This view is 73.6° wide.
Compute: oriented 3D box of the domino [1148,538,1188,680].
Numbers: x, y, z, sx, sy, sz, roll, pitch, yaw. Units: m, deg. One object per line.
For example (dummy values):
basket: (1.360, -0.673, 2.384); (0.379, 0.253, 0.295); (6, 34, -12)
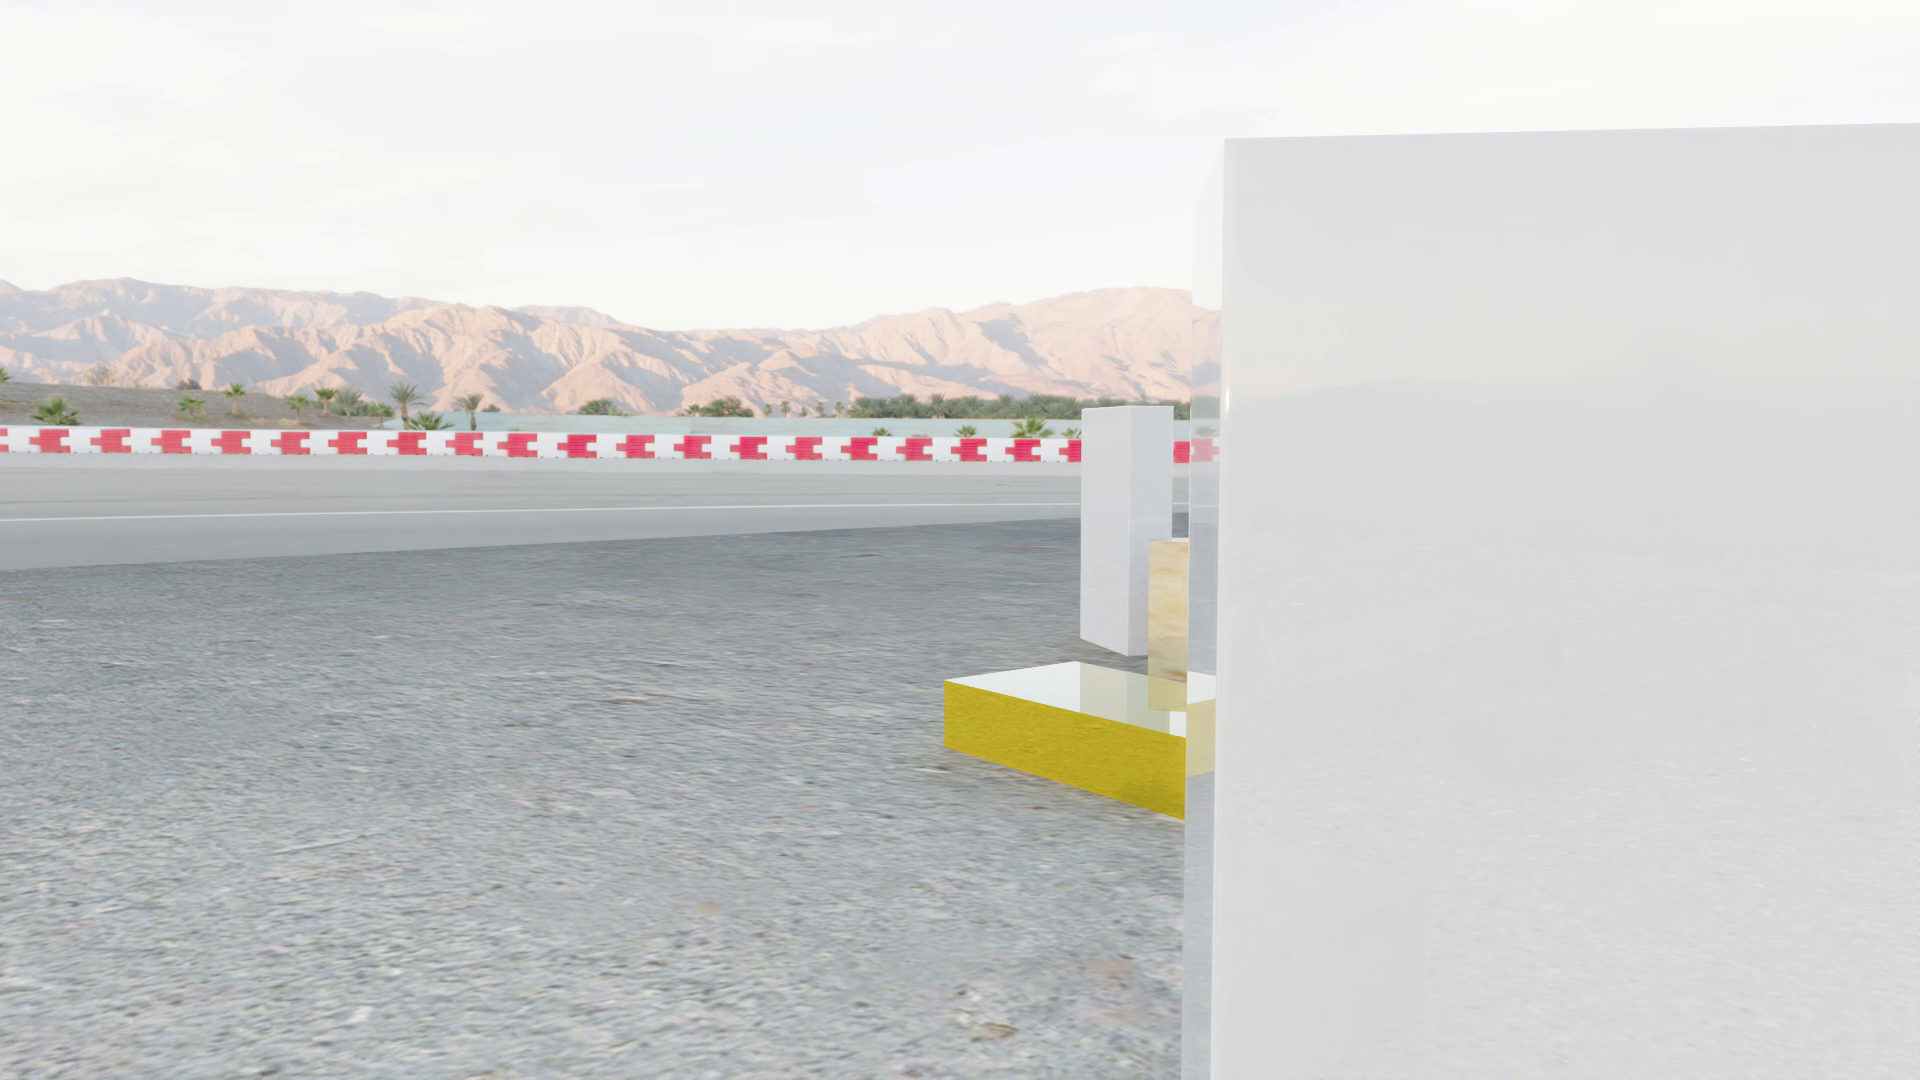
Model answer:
domino: (0.060, 0.013, 0.230); (0.050, 0.025, 0.009); (1, 4, 15)

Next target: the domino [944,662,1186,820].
domino: (0.023, 0.025, 0.168); (0.025, 0.009, 0.050); (-3, 5, -38)

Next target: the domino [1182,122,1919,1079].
domino: (0.019, 0.015, 0.037); (0.025, 0.050, 0.009); (0, 4, 6)

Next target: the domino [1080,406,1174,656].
domino: (0.034, -0.003, 0.269); (0.009, 0.050, 0.025); (-1, 4, -17)
